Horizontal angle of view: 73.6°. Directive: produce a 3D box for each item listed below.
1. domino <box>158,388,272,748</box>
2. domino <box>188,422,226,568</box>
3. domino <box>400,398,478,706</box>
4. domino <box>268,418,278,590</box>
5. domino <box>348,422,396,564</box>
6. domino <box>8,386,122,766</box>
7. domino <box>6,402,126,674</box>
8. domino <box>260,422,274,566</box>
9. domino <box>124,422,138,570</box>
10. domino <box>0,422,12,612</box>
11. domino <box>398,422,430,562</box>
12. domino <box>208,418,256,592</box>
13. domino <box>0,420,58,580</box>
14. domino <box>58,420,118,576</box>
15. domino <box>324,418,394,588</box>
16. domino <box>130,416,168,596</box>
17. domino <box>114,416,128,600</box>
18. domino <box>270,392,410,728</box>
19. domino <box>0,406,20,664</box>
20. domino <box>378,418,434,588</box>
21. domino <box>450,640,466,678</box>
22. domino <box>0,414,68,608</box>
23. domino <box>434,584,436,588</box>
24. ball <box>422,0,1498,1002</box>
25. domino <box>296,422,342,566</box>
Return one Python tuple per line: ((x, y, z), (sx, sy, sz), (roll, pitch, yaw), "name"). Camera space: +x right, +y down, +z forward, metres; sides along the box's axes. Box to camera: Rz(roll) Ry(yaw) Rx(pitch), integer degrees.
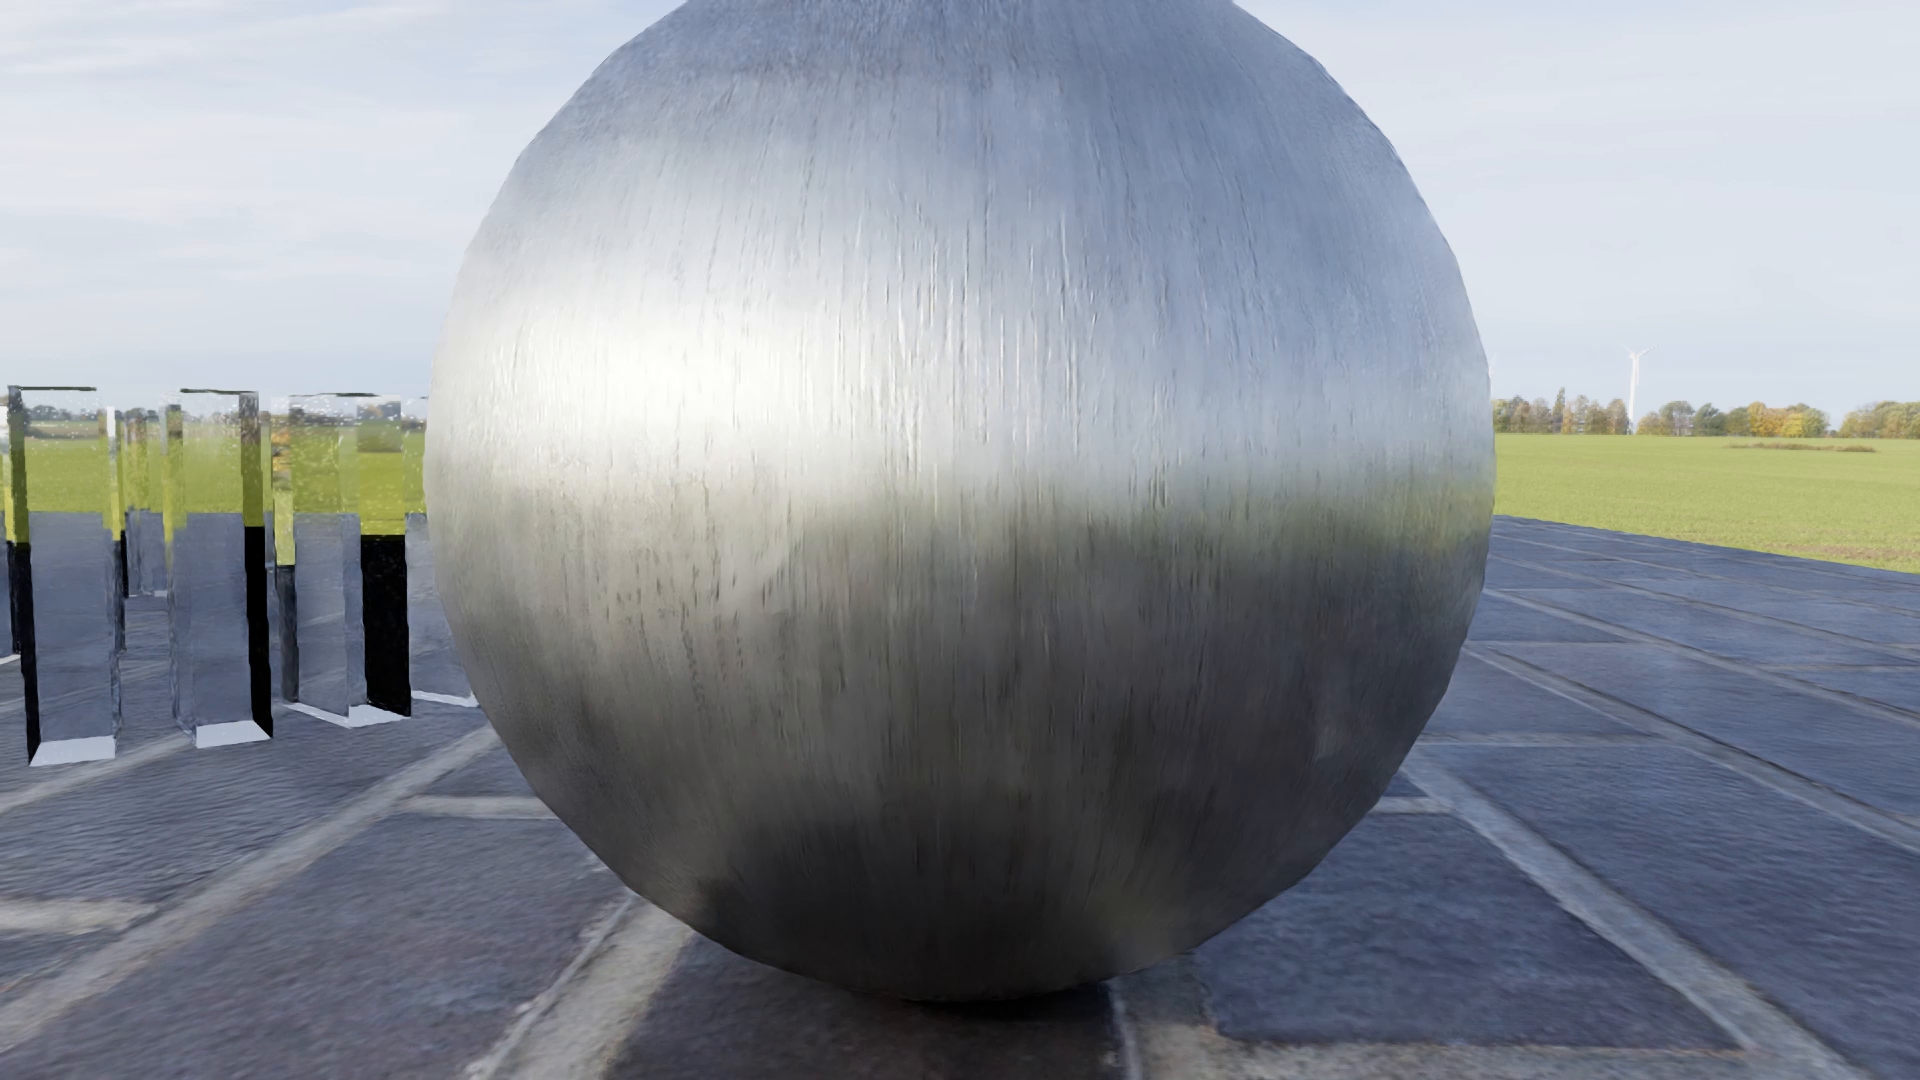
((-0.111, 0.003, 0.190), (0.009, 0.050, 0.025), (-3, 5, -38), "domino")
((-0.263, -0.016, 0.448), (0.010, 0.050, 0.025), (-3, 5, -30), "domino")
((-0.088, 0.001, 0.216), (0.025, 0.050, 0.010), (3, 5, 31), "domino")
((-0.199, -0.011, 0.386), (0.010, 0.050, 0.025), (-1, 5, -18), "domino")
((-0.214, -0.017, 0.467), (0.010, 0.050, 0.025), (-1, 4, -13), "domino")
((-0.125, 0.004, 0.180), (0.010, 0.050, 0.025), (-3, 5, -31), "domino")
((-0.173, -0.001, 0.249), (0.009, 0.050, 0.025), (-1, 4, -16), "domino")
((-0.247, -0.017, 0.456), (0.010, 0.050, 0.025), (-2, 5, -23), "domino")
((-0.277, -0.015, 0.438), (0.009, 0.050, 0.025), (-3, 6, -39), "domino")
((-0.256, -0.007, 0.324), (0.025, 0.050, 0.009), (1, 4, 9), "domino")
((-0.197, -0.018, 0.470), (0.010, 0.050, 0.025), (-1, 4, -9), "domino")
((-0.215, -0.011, 0.378), (0.010, 0.050, 0.025), (-3, 5, -32), "domino")
((-0.302, -0.013, 0.413), (0.025, 0.050, 0.010), (3, 5, 38), "domino")
((-0.290, -0.014, 0.426), (0.025, 0.050, 0.010), (4, 6, 44), "domino")
((-0.182, -0.012, 0.389), (0.010, 0.050, 0.025), (0, 4, -4), "domino")
((-0.229, -0.010, 0.368), (0.009, 0.050, 0.025), (-4, 6, -41), "domino")
((-0.241, -0.009, 0.355), (0.025, 0.050, 0.010), (4, 6, 40), "domino")
((-0.098, 0.002, 0.202), (0.025, 0.050, 0.009), (4, 6, 41), "domino")
((-0.190, -0.001, 0.244), (0.009, 0.050, 0.025), (-1, 4, -13), "domino")
((-0.164, -0.012, 0.389), (0.010, 0.050, 0.025), (0, 4, 5), "domino")
((-0.080, 0.000, 0.232), (0.025, 0.050, 0.009), (2, 5, 23), "domino")
((-0.251, -0.008, 0.341), (0.025, 0.050, 0.010), (2, 5, 26), "domino")
((-0.147, -0.011, 0.386), (0.010, 0.050, 0.025), (1, 4, 12), "domino")
((0.000, -0.005, 0.103), (0.080, 0.080, 0.080), (0, 4, 0), "ball")
((-0.231, -0.017, 0.462), (0.009, 0.050, 0.025), (-1, 5, -18), "domino")
